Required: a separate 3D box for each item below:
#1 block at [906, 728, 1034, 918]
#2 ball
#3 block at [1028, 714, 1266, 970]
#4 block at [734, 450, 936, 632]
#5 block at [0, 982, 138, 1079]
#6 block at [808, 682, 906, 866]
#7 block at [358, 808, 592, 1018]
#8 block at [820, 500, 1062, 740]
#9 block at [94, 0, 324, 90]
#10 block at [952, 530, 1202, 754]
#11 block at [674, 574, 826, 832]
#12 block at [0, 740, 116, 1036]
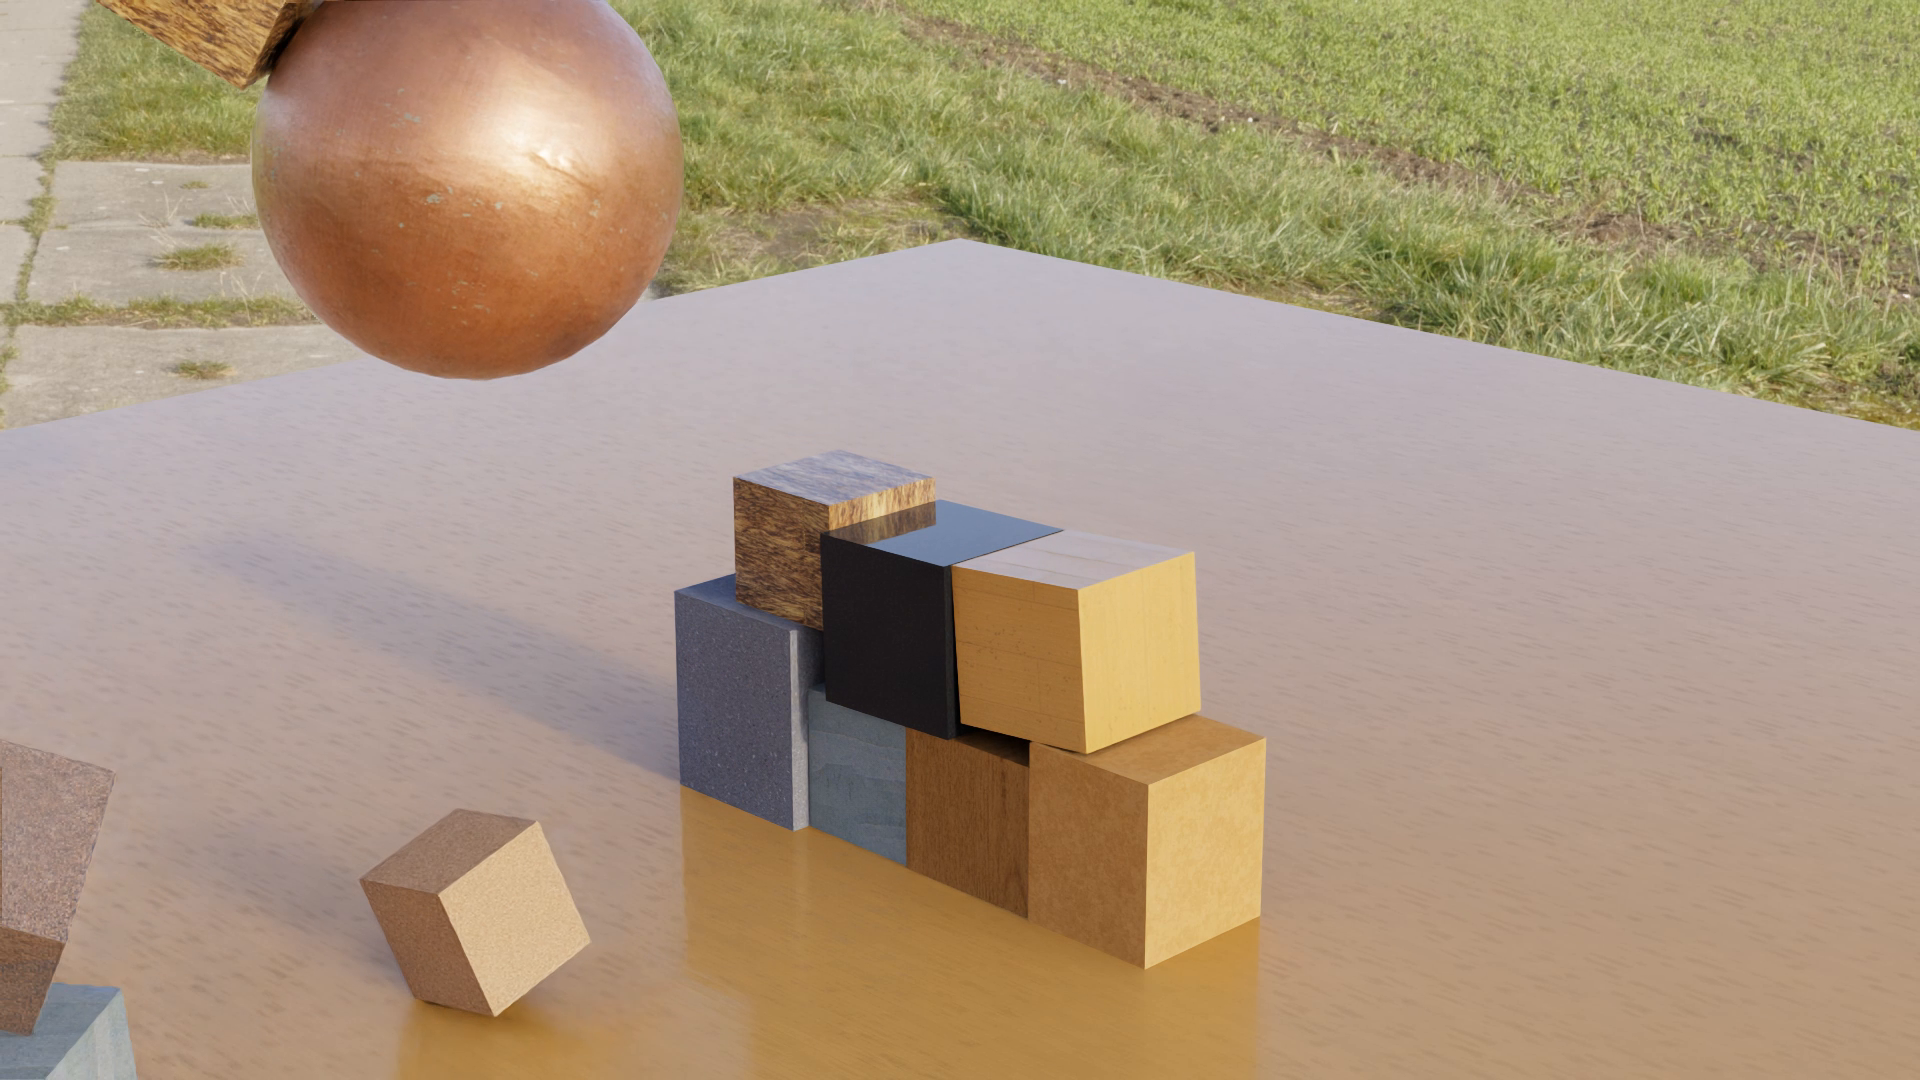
[{"bbox_3d":[0.269,1.183,13.383,0.678,0.719,0.782,-17,24,-42],"label":"block"},{"bbox_3d":[-1.833,-1.398,10.981,1.600,1.600,1.600,0,17,0],"label":"ball"},{"bbox_3d":[0.819,1.274,12.878,0.773,0.847,0.688,-17,24,-42],"label":"block"},{"bbox_3d":[-0.596,-0.003,13.954,0.676,0.623,0.674,-17,24,-42],"label":"block"},{"bbox_3d":[-3.491,2.039,10.707,0.722,0.608,0.631,2,24,11],"label":"block"},{"bbox_3d":[-0.220,1.025,13.911,0.727,0.704,0.672,-17,24,-42],"label":"block"},{"bbox_3d":[-2.002,1.530,12.113,0.573,0.593,0.547,2,30,45],"label":"block"},{"bbox_3d":[-0.074,0.350,13.495,0.803,0.809,0.775,14,22,43],"label":"block"},{"bbox_3d":[-2.703,-2.222,10.763,0.768,0.704,0.659,31,23,-4],"label":"block"},{"bbox_3d":[0.516,0.433,12.954,0.751,0.728,0.761,-17,19,-42],"label":"block"},{"bbox_3d":[-0.775,0.722,14.366,0.885,1.008,0.839,-17,24,-42],"label":"block"},{"bbox_3d":[-3.489,1.197,10.375,0.706,0.729,0.711,18,49,-16],"label":"block"}]
